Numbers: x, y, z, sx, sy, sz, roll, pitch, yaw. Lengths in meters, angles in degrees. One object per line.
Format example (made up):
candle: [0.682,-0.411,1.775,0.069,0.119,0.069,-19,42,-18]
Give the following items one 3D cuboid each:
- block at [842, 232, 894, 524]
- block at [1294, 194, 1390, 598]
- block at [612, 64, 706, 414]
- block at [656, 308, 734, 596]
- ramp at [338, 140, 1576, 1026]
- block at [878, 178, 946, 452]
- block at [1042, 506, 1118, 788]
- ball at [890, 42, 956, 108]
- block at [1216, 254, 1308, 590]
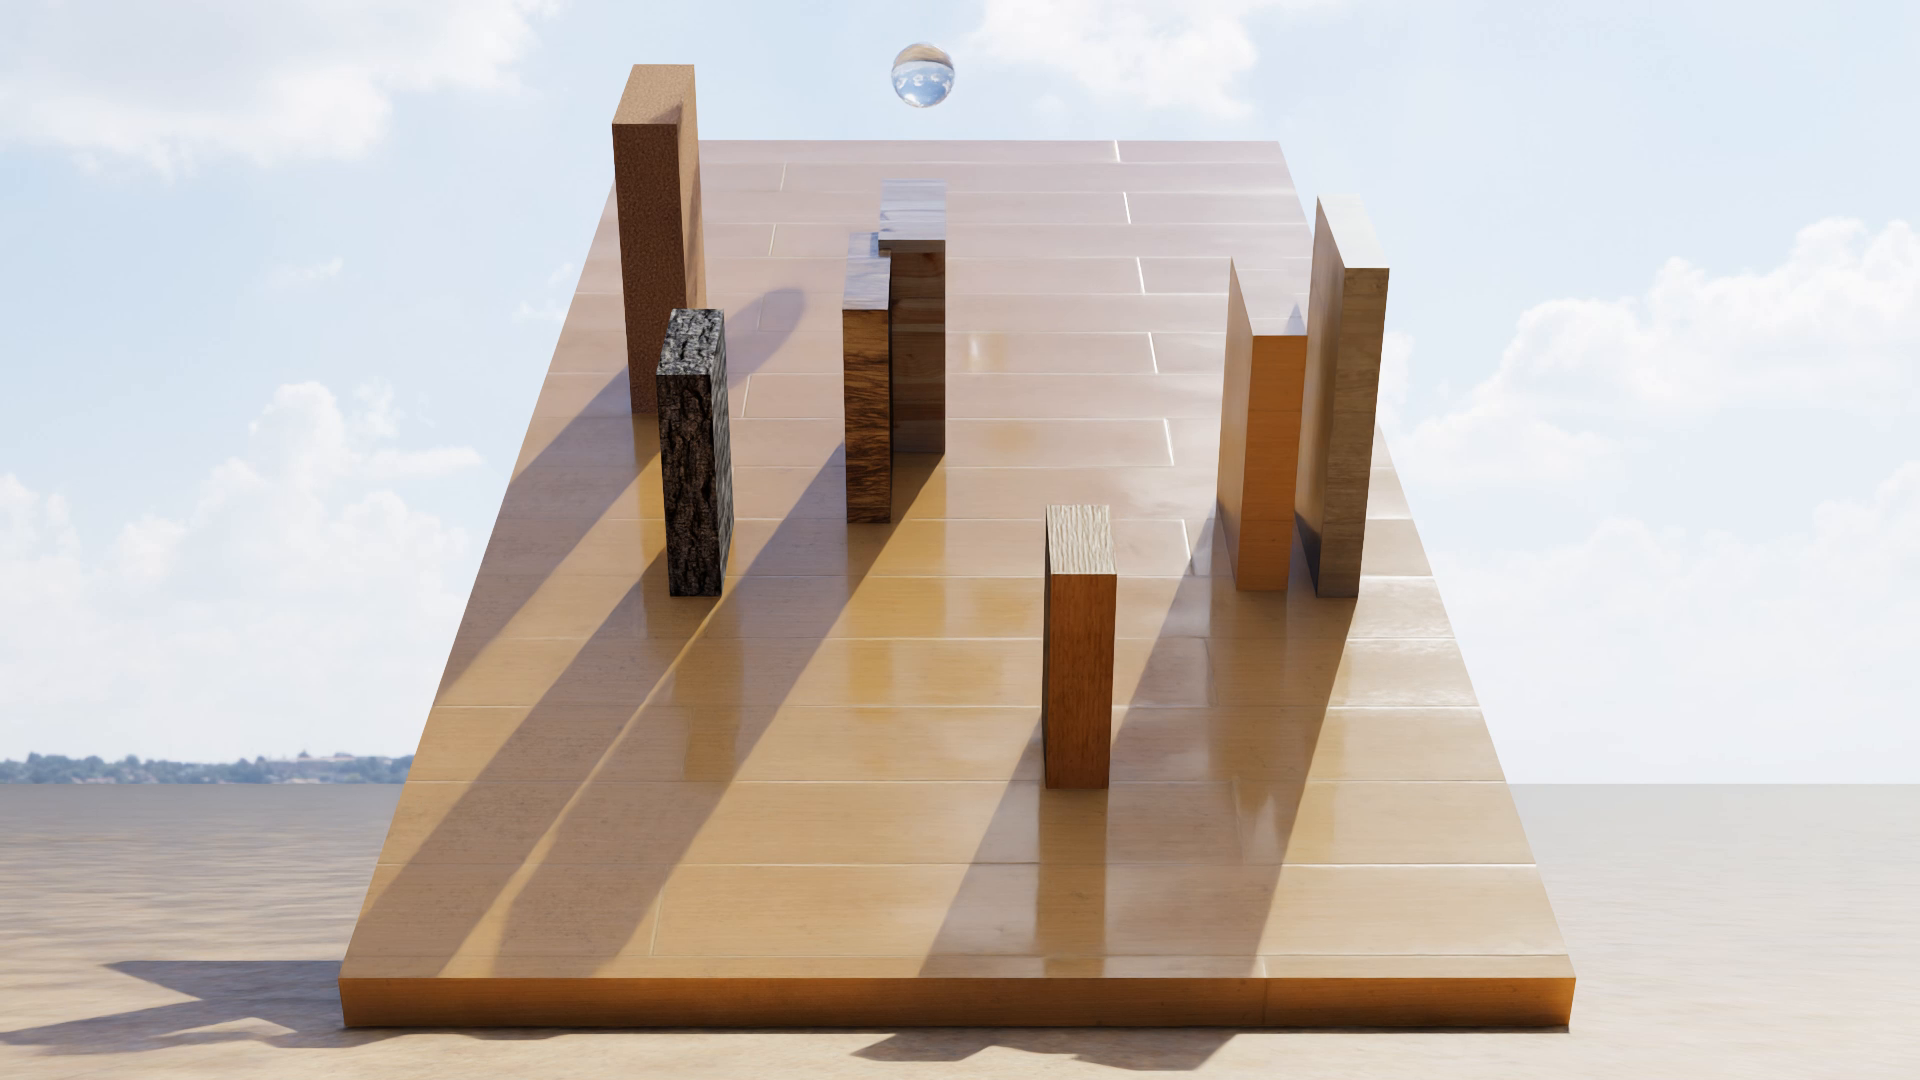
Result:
block: [-0.199,-0.361,5.283,0.094,0.504,0.429,0,29,0]
block: [0.777,-0.297,4.939,0.086,0.731,0.396,0,29,0]
block: [-0.706,-0.717,5.704,0.145,0.716,0.428,0,29,0]
block: [-0.543,-0.182,4.959,0.107,0.502,0.322,0,29,0]
ramp: [-0.012,-0.217,5.649,2.000,0.100,4.000,0,29,0]
block: [-0.107,-0.521,5.553,0.147,0.523,0.378,0,29,0]
block: [0.212,0.194,4.341,0.113,0.448,0.250,0,29,0]
ball: [-0.109,-1.379,7.119,0.195,0.195,0.195,0,-6,0]
block: [0.625,-0.249,5.013,0.107,0.575,0.418,0,29,0]
